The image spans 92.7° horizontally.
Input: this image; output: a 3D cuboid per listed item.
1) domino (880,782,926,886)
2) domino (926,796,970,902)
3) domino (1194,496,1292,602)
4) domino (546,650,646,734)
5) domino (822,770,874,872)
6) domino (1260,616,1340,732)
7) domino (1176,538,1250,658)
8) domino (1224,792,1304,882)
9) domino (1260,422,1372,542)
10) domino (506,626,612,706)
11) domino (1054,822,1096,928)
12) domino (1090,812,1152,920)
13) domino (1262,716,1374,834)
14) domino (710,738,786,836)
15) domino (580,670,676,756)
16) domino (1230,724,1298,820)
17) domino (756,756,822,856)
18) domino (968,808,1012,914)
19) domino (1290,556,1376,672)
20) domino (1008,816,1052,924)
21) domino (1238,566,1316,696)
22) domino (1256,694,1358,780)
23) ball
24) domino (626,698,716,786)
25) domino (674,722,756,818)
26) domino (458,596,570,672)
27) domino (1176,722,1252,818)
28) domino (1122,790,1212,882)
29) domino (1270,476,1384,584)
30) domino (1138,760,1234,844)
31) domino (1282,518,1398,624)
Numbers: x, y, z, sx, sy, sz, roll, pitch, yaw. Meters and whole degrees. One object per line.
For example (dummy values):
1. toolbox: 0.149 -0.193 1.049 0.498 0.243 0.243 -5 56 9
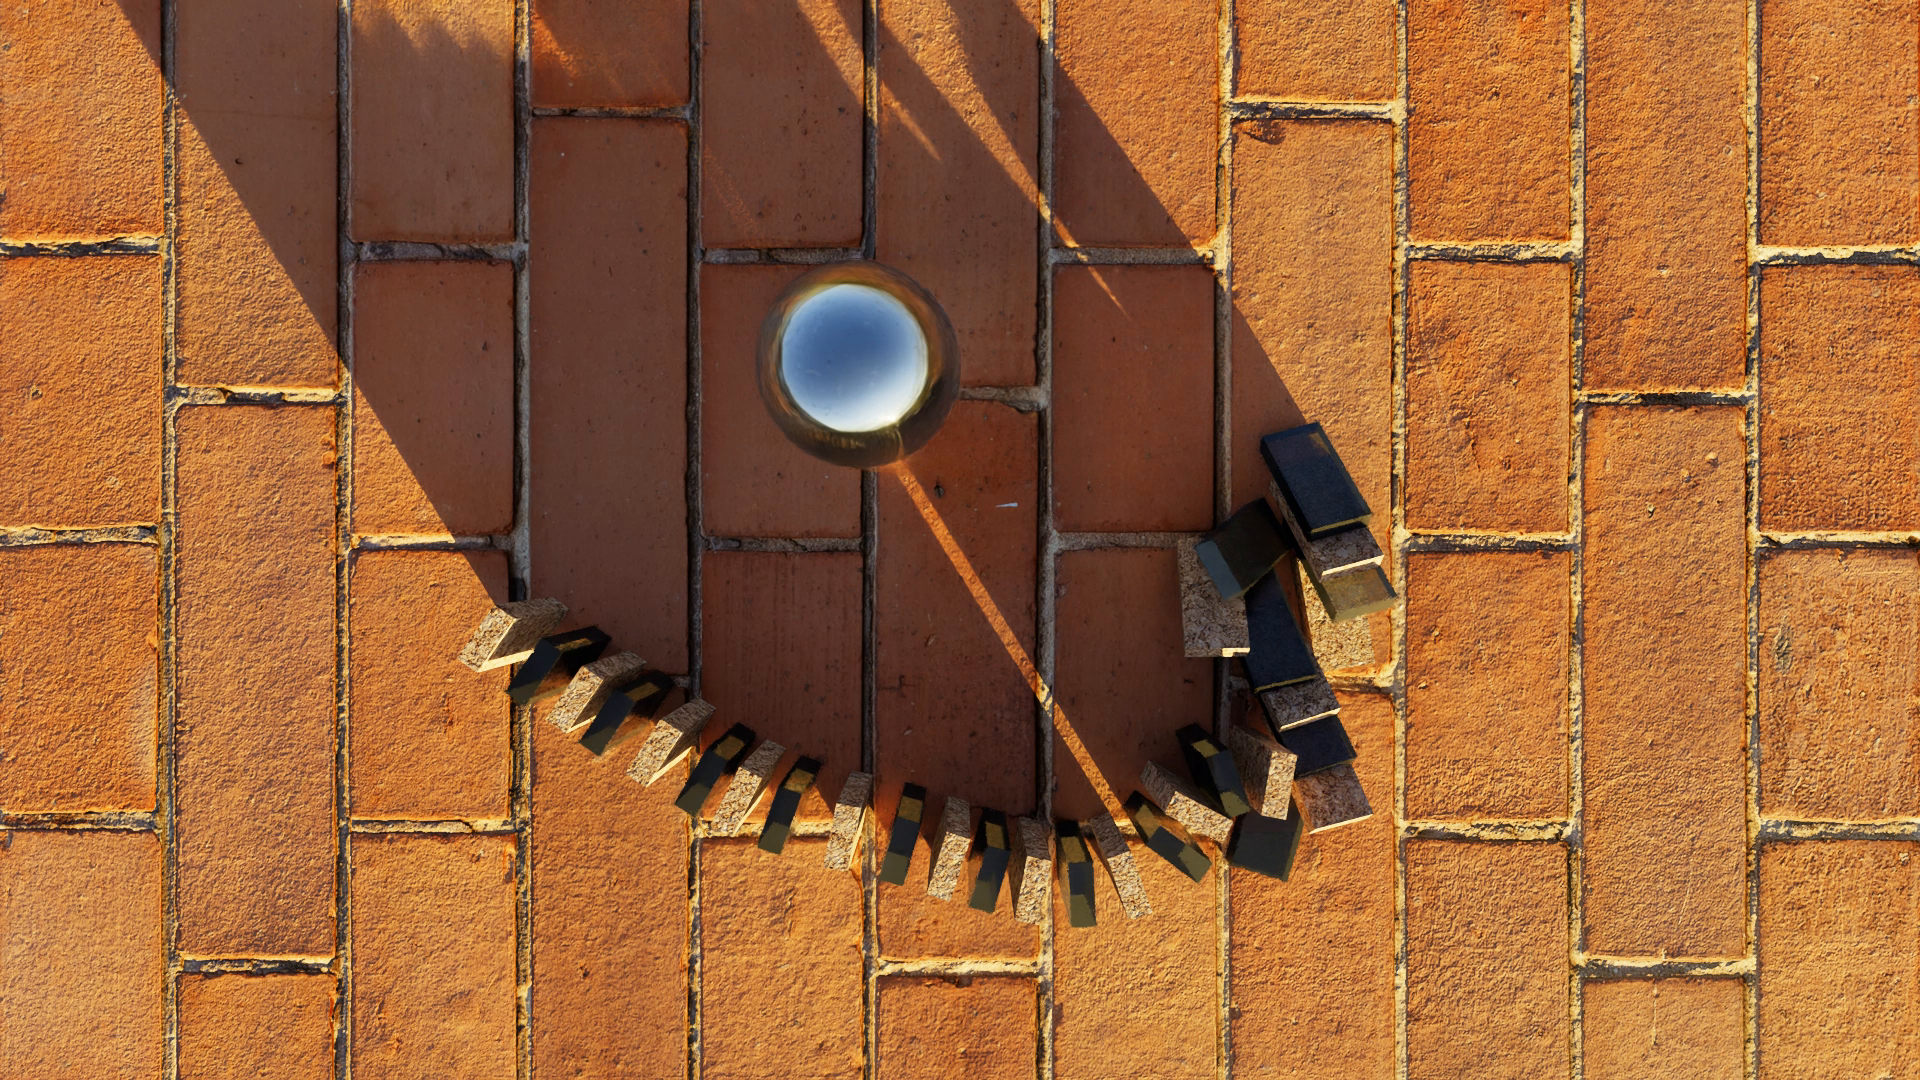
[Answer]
1. domino: -0.023 0.119 0.375 0.010 0.050 0.025 16 90 0
2. domino: -0.004 0.125 0.375 0.009 0.050 0.025 18 90 0
3. domino: 0.118 0.003 0.379 0.050 0.009 0.025 -30 90 -43
4. domino: -0.148 0.061 0.375 0.009 0.050 0.025 34 90 0
5. domino: -0.045 0.114 0.375 0.009 0.050 0.025 12 90 0
6. domino: 0.135 0.052 0.384 0.025 0.009 0.050 -18 62 0
7. domino: 0.105 0.023 0.382 0.025 0.009 0.050 -2 62 9
8. domino: 0.135 0.118 0.395 0.025 0.010 0.050 16 90 0
9. domino: 0.147 -0.025 0.382 0.025 0.009 0.050 -15 56 0
10. domino: -0.163 0.050 0.375 0.010 0.050 0.025 35 90 0
11. domino: 0.047 0.136 0.375 0.009 0.050 0.025 -3 90 0
12. domino: 0.065 0.132 0.375 0.009 0.050 0.025 -19 90 0
13. domino: 0.149 0.094 0.383 0.025 0.010 0.050 -13 62 -3
14. domino: -0.086 0.100 0.375 0.010 0.050 0.025 27 90 0
15. domino: -0.135 0.070 0.375 0.009 0.050 0.025 34 90 0
16. domino: 0.122 0.094 0.375 0.010 0.050 0.025 10 90 0
17. domino: -0.069 0.107 0.375 0.010 0.050 0.025 20 90 0
18. domino: 0.012 0.130 0.375 0.009 0.050 0.025 16 90 0
19. domino: 0.160 0.030 0.395 0.025 0.010 0.050 -10 90 0
20. domino: 0.028 0.134 0.375 0.010 0.050 0.025 11 90 0
21. domino: 0.127 0.037 0.382 0.025 0.010 0.050 -13 61 3
22. domino: 0.142 0.072 0.384 0.025 0.010 0.050 -17 62 -1
23. ball: -0.039 -0.068 0.360 0.080 0.080 0.080 0 90 0
24. domino: -0.117 0.081 0.375 0.010 0.050 0.025 33 90 0
25. domino: -0.099 0.093 0.375 0.009 0.050 0.025 31 90 0
26. domino: -0.181 0.038 0.375 0.010 0.050 0.025 35 90 0
27. domino: 0.103 0.093 0.375 0.009 0.050 0.025 -21 90 0
28. domino: 0.084 0.120 0.375 0.025 0.050 0.009 36 90 0
29. domino: 0.152 -0.008 0.382 0.025 0.010 0.050 -15 56 0
30. domino: 0.091 0.106 0.375 0.025 0.050 0.009 28 90 0
31. domino: 0.157 0.008 0.382 0.025 0.009 0.050 -15 56 0
